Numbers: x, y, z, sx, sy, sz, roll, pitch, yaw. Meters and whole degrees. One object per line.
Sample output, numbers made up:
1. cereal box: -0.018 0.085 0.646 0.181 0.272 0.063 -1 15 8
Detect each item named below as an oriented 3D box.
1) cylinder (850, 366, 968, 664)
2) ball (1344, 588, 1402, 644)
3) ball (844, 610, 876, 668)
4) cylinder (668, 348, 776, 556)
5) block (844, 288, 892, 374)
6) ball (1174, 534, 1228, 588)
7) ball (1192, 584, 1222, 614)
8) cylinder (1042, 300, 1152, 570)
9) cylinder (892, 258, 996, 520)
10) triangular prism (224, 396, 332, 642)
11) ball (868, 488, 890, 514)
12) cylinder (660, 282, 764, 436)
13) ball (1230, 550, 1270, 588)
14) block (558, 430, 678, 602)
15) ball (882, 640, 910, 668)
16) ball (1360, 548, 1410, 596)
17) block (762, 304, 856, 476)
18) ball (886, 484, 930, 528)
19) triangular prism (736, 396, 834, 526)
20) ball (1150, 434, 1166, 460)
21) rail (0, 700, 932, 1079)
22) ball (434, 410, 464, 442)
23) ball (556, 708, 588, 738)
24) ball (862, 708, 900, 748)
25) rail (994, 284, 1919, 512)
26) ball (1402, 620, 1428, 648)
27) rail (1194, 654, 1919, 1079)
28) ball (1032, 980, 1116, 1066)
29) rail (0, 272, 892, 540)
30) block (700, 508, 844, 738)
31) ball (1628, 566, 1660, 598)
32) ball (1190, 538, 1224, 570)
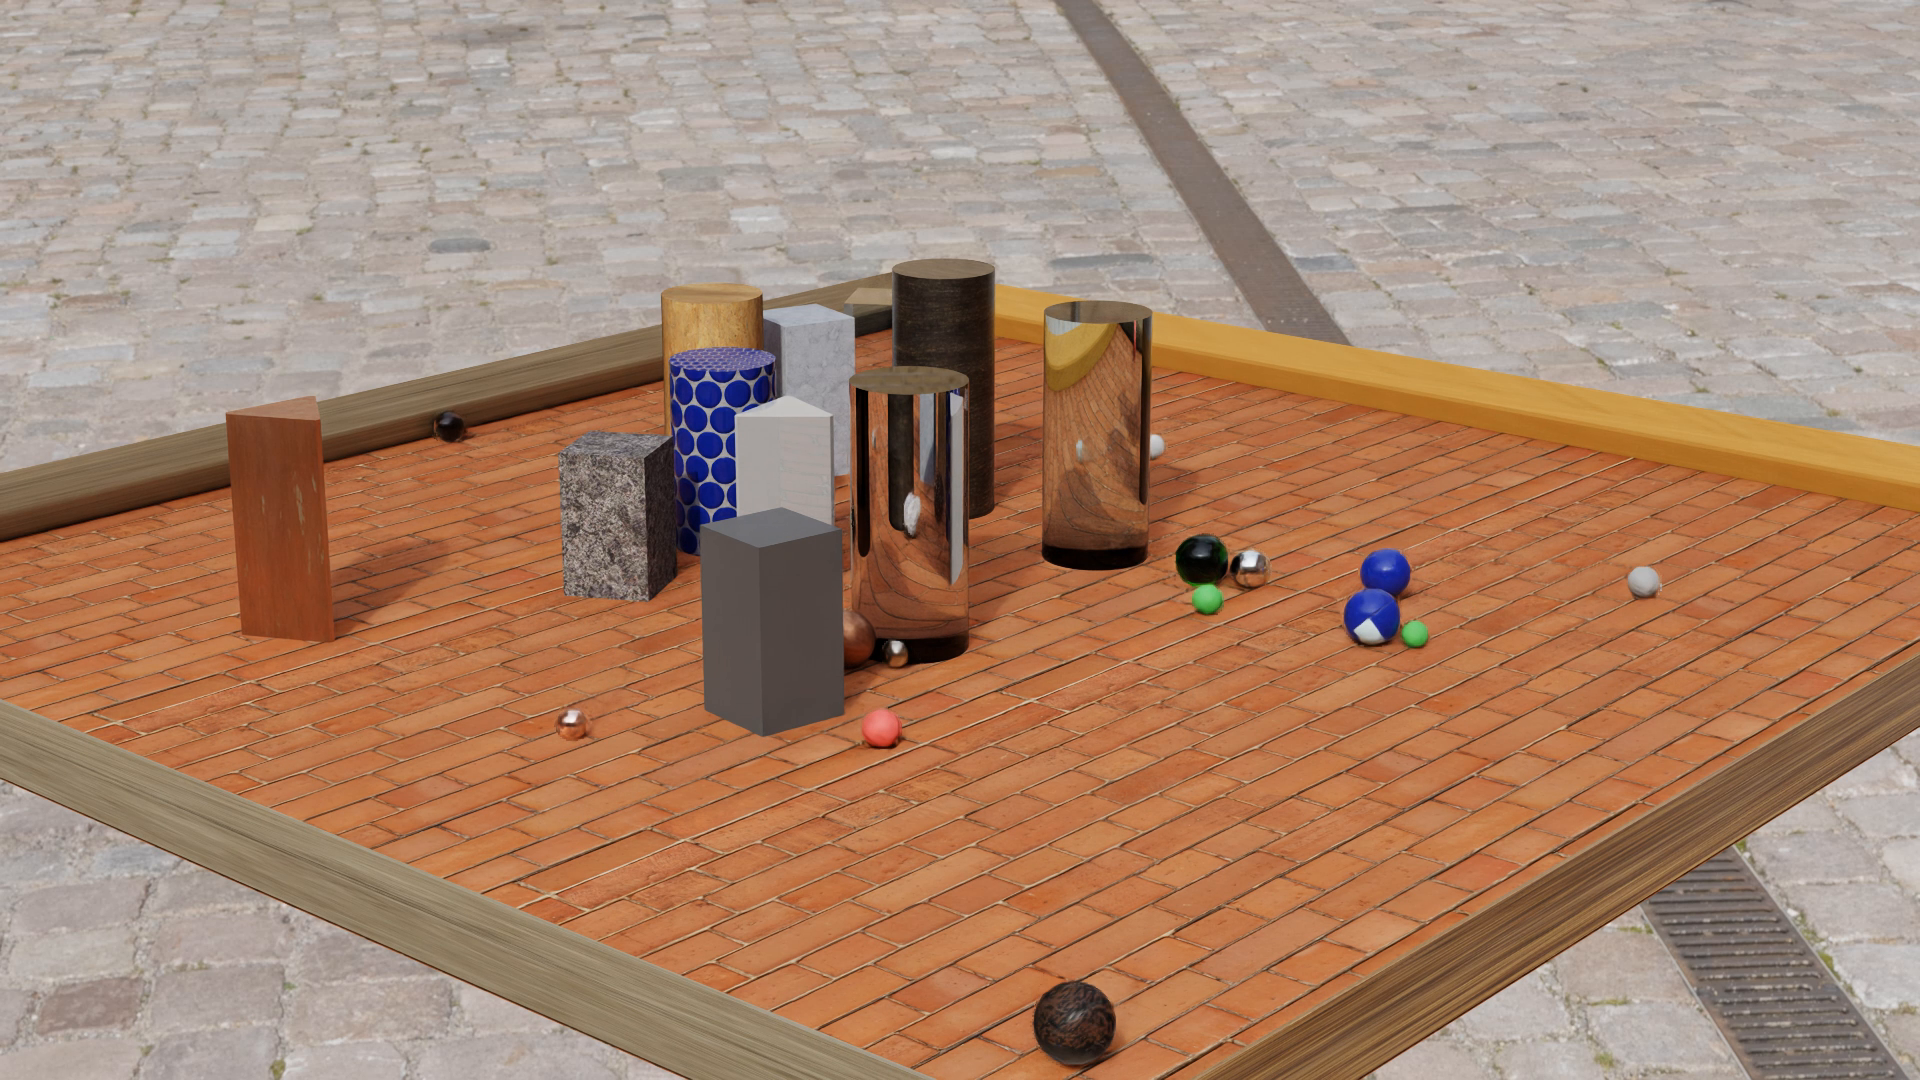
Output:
1. cylinder: -0.082 -0.042 4.803 0.195 0.452 0.195 0 17 0
2. ball: 0.684 0.126 4.864 0.095 0.095 0.095 0 17 0
3. ball: -0.183 0.160 4.754 0.093 0.093 0.093 0 17 0
4. cylinder: -0.432 -0.162 5.383 0.195 0.348 0.195 0 17 0
5. block: -0.148 -0.352 6.079 0.156 0.310 0.156 3 17 9
6. ball: 0.426 0.036 5.162 0.095 0.095 0.095 0 17 0
7. ball: 0.423 0.102 5.020 0.052 0.052 0.052 0 17 0
8. cylinder: 0.246 -0.190 5.292 0.195 0.453 0.195 0 17 0
9. cylinder: -0.031 -0.287 5.588 0.195 0.468 0.195 0 17 0
10. triangular prism: -1.107 -0.039 4.915 0.168 0.382 0.146 5 17 15
11. ball: -0.151 -0.076 5.609 0.052 0.052 0.052 0 17 0
12. cylinder: -0.476 -0.281 5.681 0.195 0.403 0.195 0 17 0
13. ball: 0.510 0.051 5.161 0.069 0.069 0.069 0 17 0
14. block: -0.598 -0.043 5.143 0.156 0.259 0.156 4 17 13
15. ball: -0.103 0.184 4.748 0.045 0.045 0.045 0 17 0
16. ball: 0.740 0.058 5.102 0.088 0.088 0.088 0 17 0
17. block: -0.316 -0.295 5.873 0.156 0.318 0.156 -10 20 -31
18. ball: -0.099 -0.064 5.513 0.084 0.084 0.084 0 17 0
19. triangular prism: -0.307 -0.089 5.210 0.168 0.308 0.146 0 17 0
20. ball: 0.394 -0.190 5.985 0.053 0.053 0.053 0 17 0
21. rail: -1.028 0.374 3.987 3.103 0.126 0.045 14 22 39
22. ball: -1.067 -0.237 6.122 0.064 0.064 0.064 0 17 0
23. ball: -0.588 0.278 4.444 0.047 0.047 0.047 0 17 0
24. ball: -0.119 0.283 4.407 0.058 0.058 0.058 0 17 0
25. rail: 1.028 -0.310 6.253 3.103 0.126 0.045 14 22 39
26. ball: 0.754 0.156 4.853 0.044 0.044 0.044 0 17 0
27. rail: 1.154 0.321 4.161 0.045 0.126 3.183 14 22 39
28. ball: 0.133 0.563 3.414 0.097 0.097 0.097 0 17 0
29. rail: -1.154 -0.258 6.079 0.045 0.126 3.183 14 22 39
30. block: -0.289 0.124 4.515 0.156 0.301 0.156 -13 21 -37
31. ball: 1.191 0.073 5.107 0.056 0.056 0.056 0 17 0
32. ball: 0.443 0.025 5.262 0.059 0.059 0.059 0 17 0
